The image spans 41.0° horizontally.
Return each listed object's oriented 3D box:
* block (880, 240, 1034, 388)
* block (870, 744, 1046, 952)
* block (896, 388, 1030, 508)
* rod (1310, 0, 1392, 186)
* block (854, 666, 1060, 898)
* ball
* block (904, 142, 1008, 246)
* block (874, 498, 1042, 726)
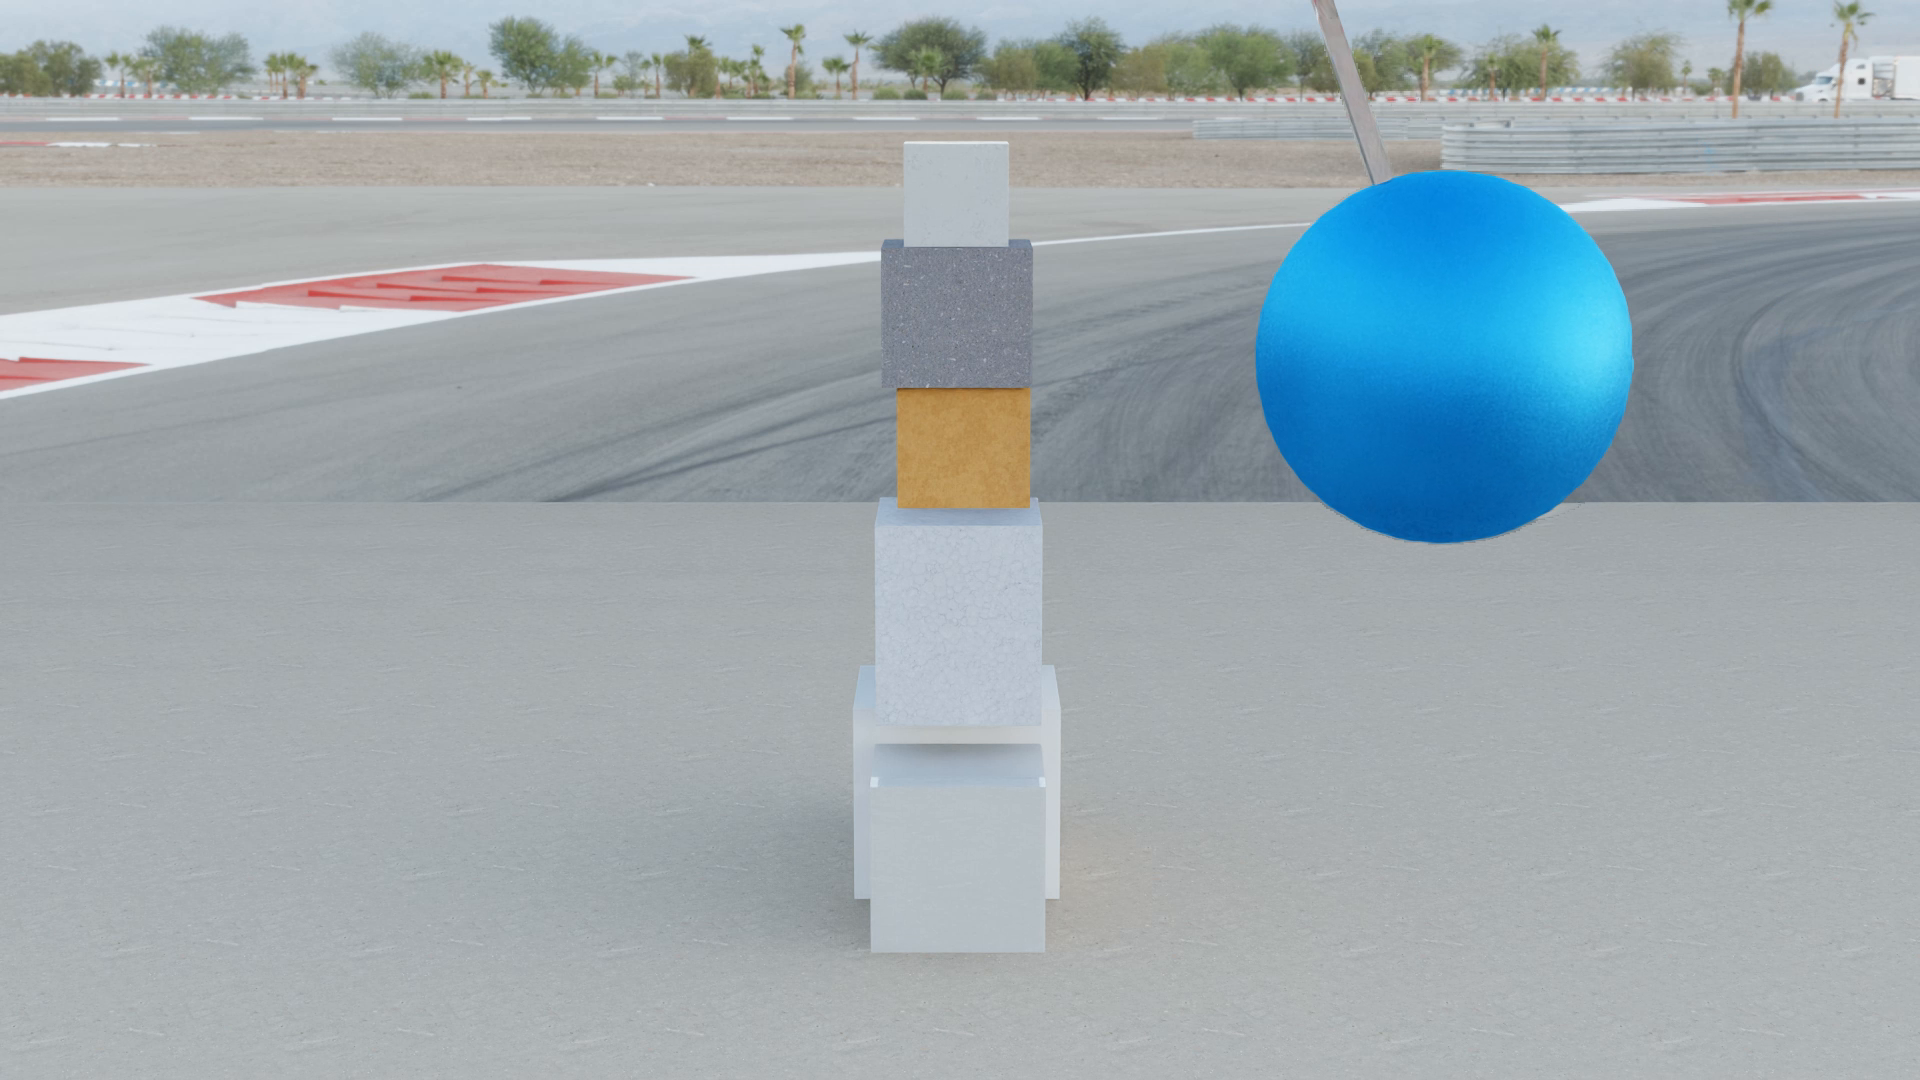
[{"bbox_3d":[-0.013,-0.979,11.002,0.632,0.582,0.593,0,10,0],"label":"block"},{"bbox_3d":[-0.008,1.268,10.654,0.705,0.693,0.676,0,10,0],"label":"block"},{"bbox_3d":[0.016,-0.437,11.101,0.563,0.519,0.514,0,10,0],"label":"block"},{"bbox_3d":[0.899,-3.923,10.467,0.080,5.200,0.080,-20,10,4],"label":"rod"},{"bbox_3d":[-0.013,1.059,11.383,0.883,0.844,0.814,0,10,0],"label":"block"},{"bbox_3d":[2.074,-0.784,11.038,1.600,1.600,1.600,0,10,0],"label":"ball"},{"bbox_3d":[-0.016,-1.475,10.912,0.438,0.426,0.406,0,10,0],"label":"block"},{"bbox_3d":[-0.005,0.292,10.893,0.685,0.840,0.714,0,10,0],"label":"block"}]
